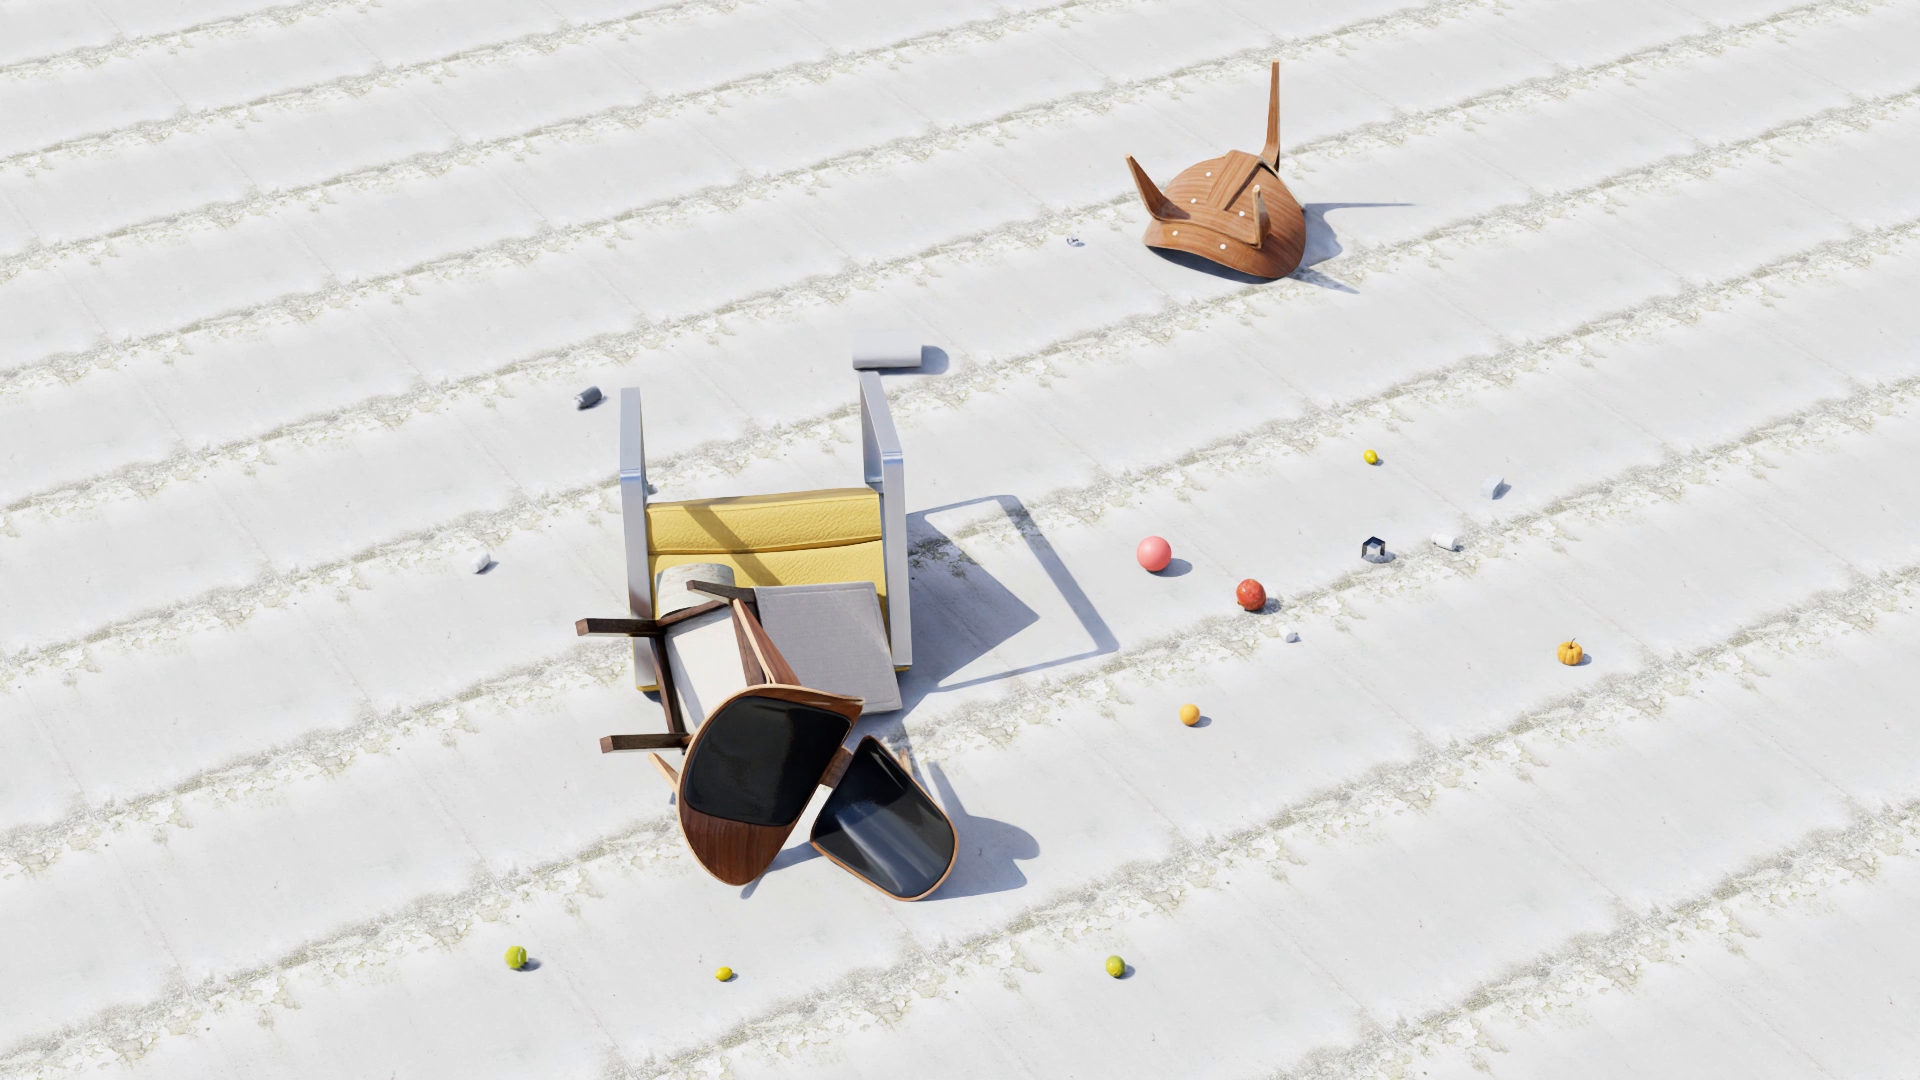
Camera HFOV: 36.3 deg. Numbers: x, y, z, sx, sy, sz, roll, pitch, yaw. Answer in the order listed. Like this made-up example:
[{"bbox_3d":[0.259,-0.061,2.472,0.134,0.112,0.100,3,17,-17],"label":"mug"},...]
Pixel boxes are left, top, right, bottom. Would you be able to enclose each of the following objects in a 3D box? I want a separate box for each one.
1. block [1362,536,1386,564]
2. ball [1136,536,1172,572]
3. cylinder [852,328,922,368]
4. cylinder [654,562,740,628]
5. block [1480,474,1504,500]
[{"bbox_3d":[1.527,0.037,10.828,0.058,0.066,0.068,26,41,33],"label":"block"},{"bbox_3d":[0.712,0.050,10.751,0.130,0.130,0.130,0,33,0],"label":"ball"},{"bbox_3d":[-0.303,-0.788,12.019,0.279,0.131,0.250,-1,27,-2],"label":"cylinder"},{"bbox_3d":[-0.894,0.187,9.957,0.276,0.230,0.150,0,70,-26],"label":"cylinder"},{"bbox_3d":[2.035,-0.205,11.215,0.049,0.044,0.113,19,38,26],"label":"block"}]
